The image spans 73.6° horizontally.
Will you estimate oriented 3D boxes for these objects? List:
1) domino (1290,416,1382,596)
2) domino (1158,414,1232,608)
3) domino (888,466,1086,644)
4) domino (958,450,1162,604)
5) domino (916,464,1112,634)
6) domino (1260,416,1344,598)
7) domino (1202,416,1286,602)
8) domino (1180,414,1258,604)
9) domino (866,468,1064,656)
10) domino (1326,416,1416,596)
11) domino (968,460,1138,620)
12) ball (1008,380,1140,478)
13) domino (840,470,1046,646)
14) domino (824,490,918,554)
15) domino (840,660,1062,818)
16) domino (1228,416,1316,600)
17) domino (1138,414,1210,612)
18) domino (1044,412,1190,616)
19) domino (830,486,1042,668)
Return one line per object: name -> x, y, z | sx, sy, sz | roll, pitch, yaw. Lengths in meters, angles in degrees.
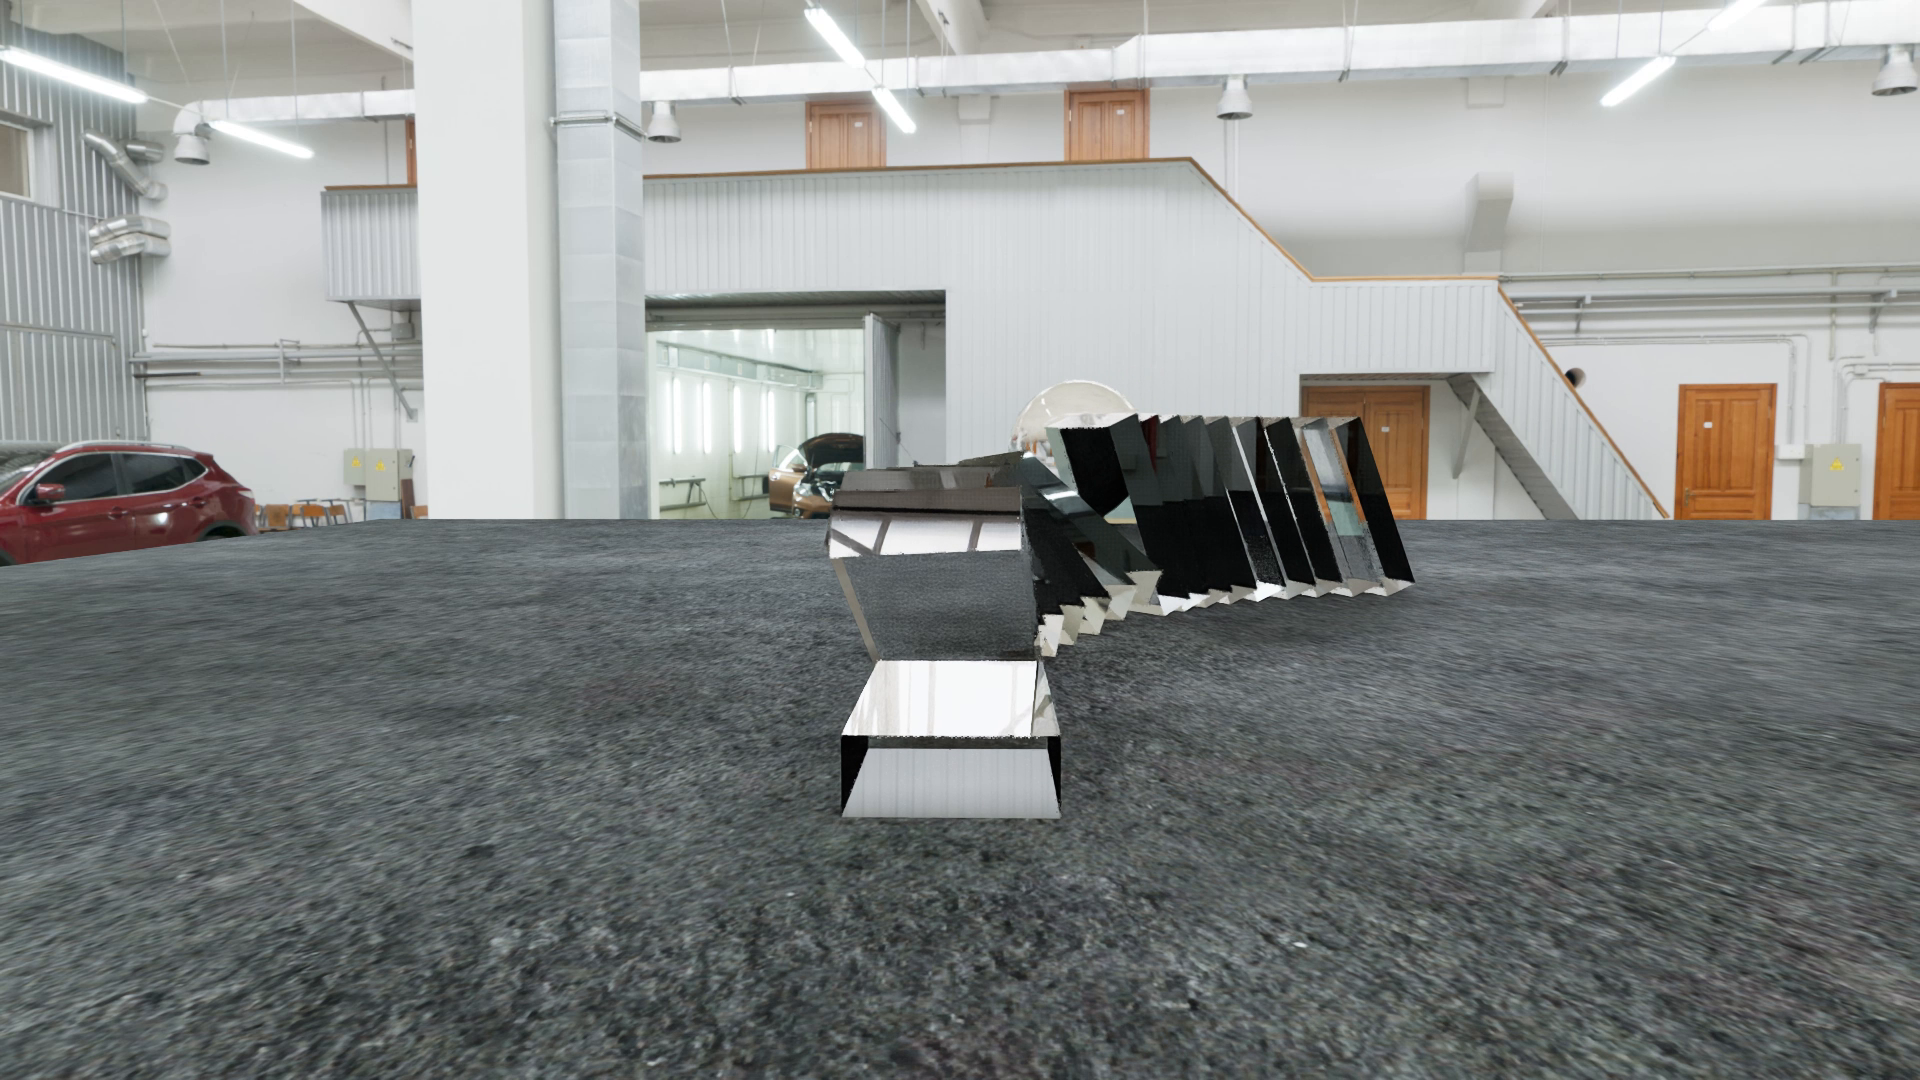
domino -> 0.102, -0.010, 0.366 | 0.009, 0.050, 0.025 | -23, 9, -11
domino -> 0.054, -0.008, 0.341 | 0.010, 0.050, 0.025 | -26, 15, -24
domino -> 0.005, 0.004, 0.262 | 0.025, 0.009, 0.050 | 2, -33, 30
domino -> 0.022, -0.002, 0.307 | 0.050, 0.009, 0.025 | 39, -25, -29
domino -> 0.011, 0.003, 0.278 | 0.025, 0.009, 0.050 | 3, -33, 36
domino -> 0.091, -0.010, 0.365 | 0.010, 0.050, 0.025 | -23, 10, -13
domino -> 0.072, -0.009, 0.356 | 0.010, 0.050, 0.025 | -23, 10, -13
domino -> 0.063, -0.009, 0.349 | 0.010, 0.050, 0.025 | -25, 13, -19
domino -> 0.001, 0.005, 0.245 | 0.025, 0.009, 0.050 | 2, -33, 22
domino -> 0.112, -0.010, 0.368 | 0.009, 0.050, 0.025 | -23, 9, -11
domino -> 0.016, 0.001, 0.295 | 0.025, 0.009, 0.050 | -1, -35, 50
ball -> 0.068, -0.051, 0.731 | 0.080, 0.080, 0.080 | 0, 4, 0
domino -> -0.002, 0.006, 0.228 | 0.025, 0.009, 0.050 | 1, -33, 18
domino -> -0.003, 0.009, 0.210 | 0.025, 0.009, 0.050 | 1, -29, 11
domino -> 0.000, 0.025, 0.171 | 0.025, 0.010, 0.050 | 0, 4, 1
domino -> 0.082, -0.009, 0.360 | 0.009, 0.050, 0.025 | -23, 10, -13
domino -> 0.046, -0.007, 0.332 | 0.010, 0.050, 0.025 | -27, 17, -28
domino -> 0.040, -0.007, 0.323 | 0.009, 0.050, 0.025 | -28, 18, -29
domino -> -0.002, 0.010, 0.190 | 0.025, 0.010, 0.050 | -2, -30, 6
